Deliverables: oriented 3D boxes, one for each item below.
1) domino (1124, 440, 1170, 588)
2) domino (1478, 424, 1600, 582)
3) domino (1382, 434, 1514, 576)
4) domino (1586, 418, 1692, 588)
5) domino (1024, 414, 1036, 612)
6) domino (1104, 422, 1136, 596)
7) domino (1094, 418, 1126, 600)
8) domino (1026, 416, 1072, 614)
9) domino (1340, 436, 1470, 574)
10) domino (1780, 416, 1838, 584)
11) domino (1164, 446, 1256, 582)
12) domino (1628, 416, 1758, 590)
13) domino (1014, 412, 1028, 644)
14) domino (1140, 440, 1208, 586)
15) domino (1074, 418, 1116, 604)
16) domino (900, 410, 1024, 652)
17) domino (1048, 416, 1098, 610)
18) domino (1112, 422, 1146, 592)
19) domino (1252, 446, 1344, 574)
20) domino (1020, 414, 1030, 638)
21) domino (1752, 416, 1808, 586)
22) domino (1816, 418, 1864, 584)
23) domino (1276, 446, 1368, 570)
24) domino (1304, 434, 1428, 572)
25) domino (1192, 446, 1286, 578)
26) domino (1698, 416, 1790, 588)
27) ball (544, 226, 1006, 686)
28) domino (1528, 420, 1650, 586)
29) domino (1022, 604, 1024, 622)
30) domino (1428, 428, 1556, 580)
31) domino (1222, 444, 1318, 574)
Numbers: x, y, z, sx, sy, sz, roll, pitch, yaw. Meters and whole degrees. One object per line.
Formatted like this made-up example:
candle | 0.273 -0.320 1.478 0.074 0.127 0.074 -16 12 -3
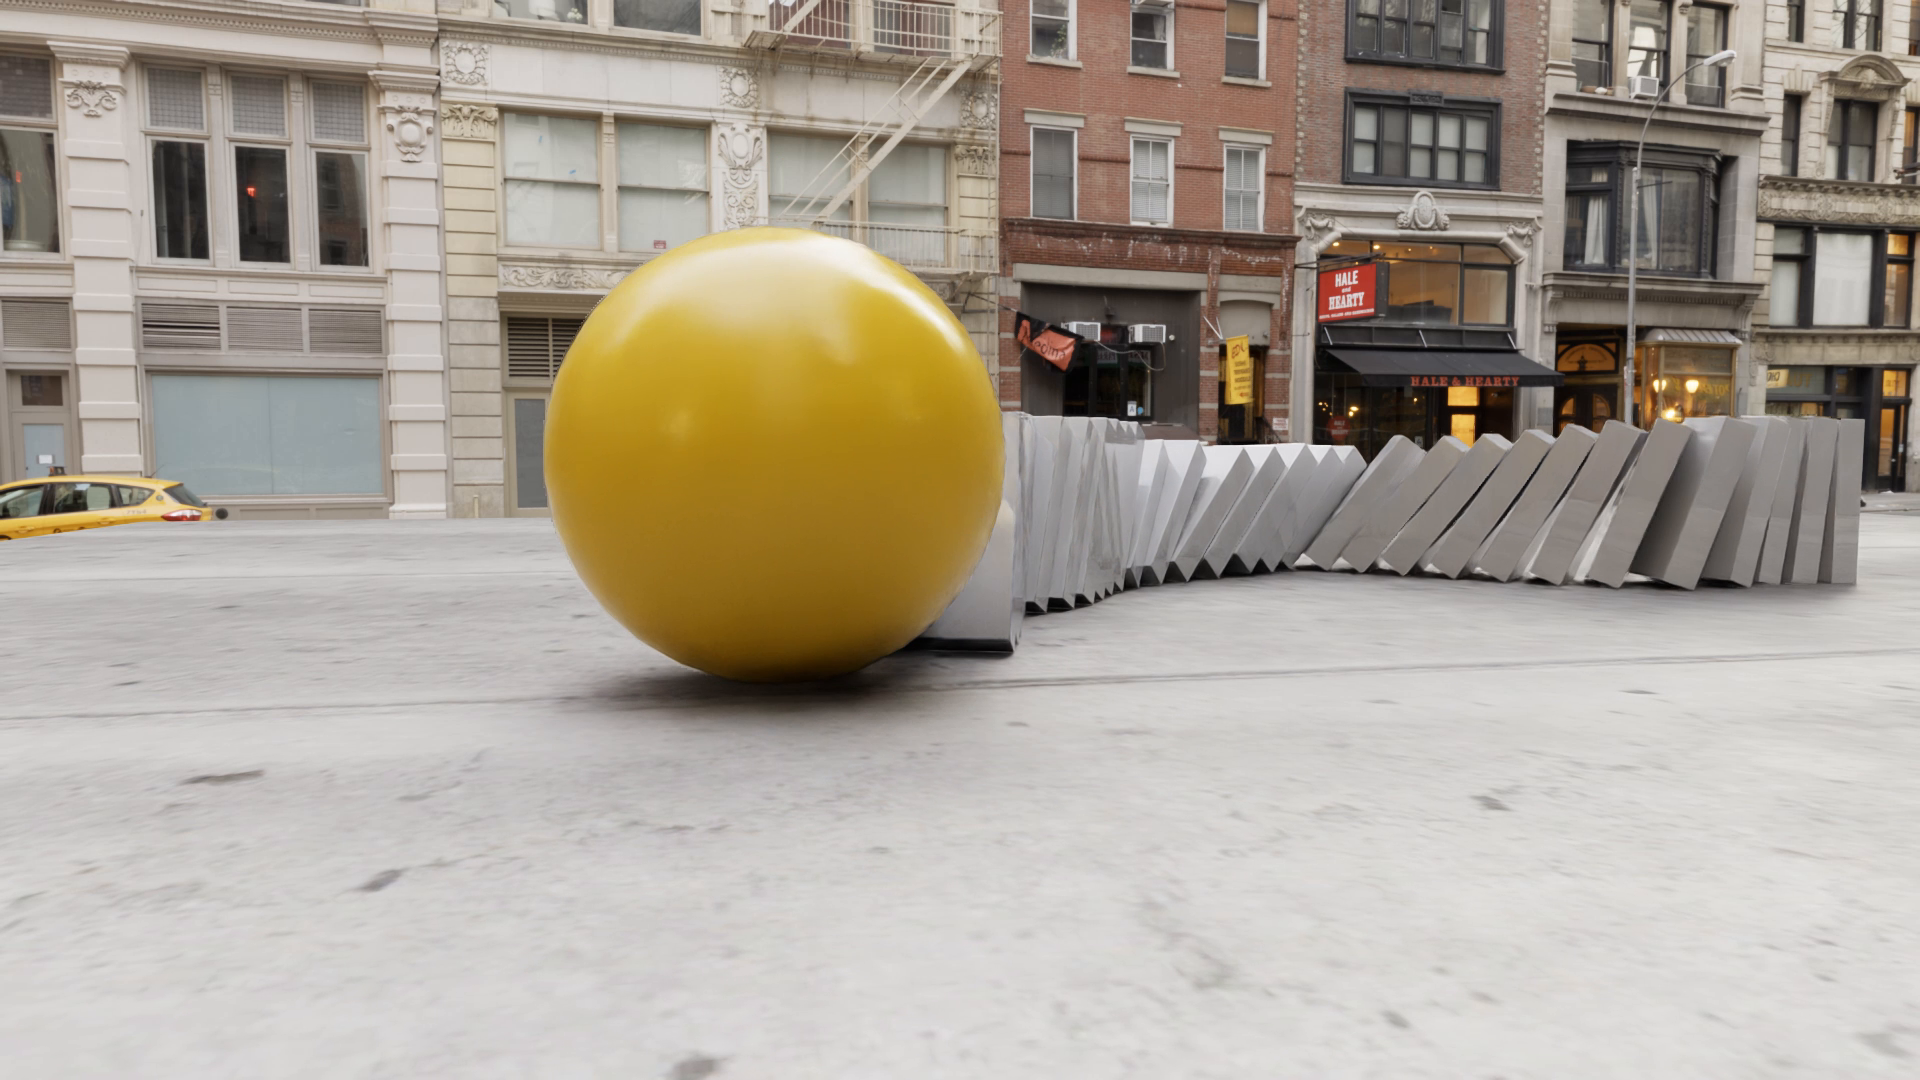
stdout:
domino | 0.046 -0.009 0.393 0.025 0.050 0.010 1 -38 25
domino | 0.181 -0.011 0.397 0.009 0.050 0.025 35 22 27
domino | 0.159 -0.011 0.414 0.010 0.050 0.025 44 26 24
domino | 0.203 -0.011 0.384 0.009 0.050 0.025 24 15 24
domino | 0.005 -0.006 0.321 0.025 0.050 0.010 0 -20 13
domino | 0.034 -0.010 0.368 0.025 0.050 0.010 2 -22 24
domino | 0.030 -0.009 0.358 0.025 0.050 0.010 2 -20 23
domino | 0.013 -0.007 0.331 0.025 0.050 0.010 2 -19 23
domino | 0.148 -0.012 0.423 0.010 0.050 0.025 44 23 20
domino | 0.254 -0.013 0.399 0.010 0.050 0.025 5 3 -16
domino | 0.072 -0.009 0.413 0.025 0.010 0.050 4 50 46
domino | 0.217 -0.011 0.382 0.010 0.050 0.025 19 6 3
domino | 0.001 -0.003 0.278 0.025 0.050 0.010 1 -20 8
domino | 0.058 -0.010 0.403 0.025 0.050 0.010 3 -36 34
domino | 0.026 -0.008 0.348 0.025 0.050 0.009 2 -19 23
domino | 0.000 -0.002 0.268 0.025 0.050 0.010 1 -20 8
domino | 0.020 -0.008 0.339 0.025 0.050 0.009 2 -19 23
domino | 0.038 -0.010 0.378 0.025 0.050 0.010 2 -22 24
domino | 0.107 -0.011 0.438 0.025 0.009 0.050 6 52 54
domino | 0.002 -0.004 0.289 0.025 0.050 0.010 1 -20 8
domino | 0.242 -0.013 0.396 0.010 0.050 0.025 10 0 -23
domino | 0.267 -0.013 0.402 0.009 0.050 0.025 -1 4 -14
domino | 0.118 -0.012 0.448 0.050 0.010 0.025 -49 25 -17
domino | 0.136 -0.013 0.435 0.009 0.050 0.025 39 11 7
domino | 0.084 -0.010 0.421 0.025 0.009 0.050 4 50 49
domino | 0.231 -0.012 0.389 0.010 0.050 0.025 16 -2 -23
ball | -0.032 -0.015 0.227 0.080 0.080 0.080 0 4 0
domino | 0.191 -0.012 0.390 0.010 0.050 0.025 30 19 29
domino | 0.003 -0.006 0.310 0.025 0.050 0.010 -1 -20 8
domino | 0.170 -0.011 0.405 0.010 0.050 0.025 40 24 25
domino | 0.097 -0.011 0.429 0.025 0.010 0.050 2 48 52
